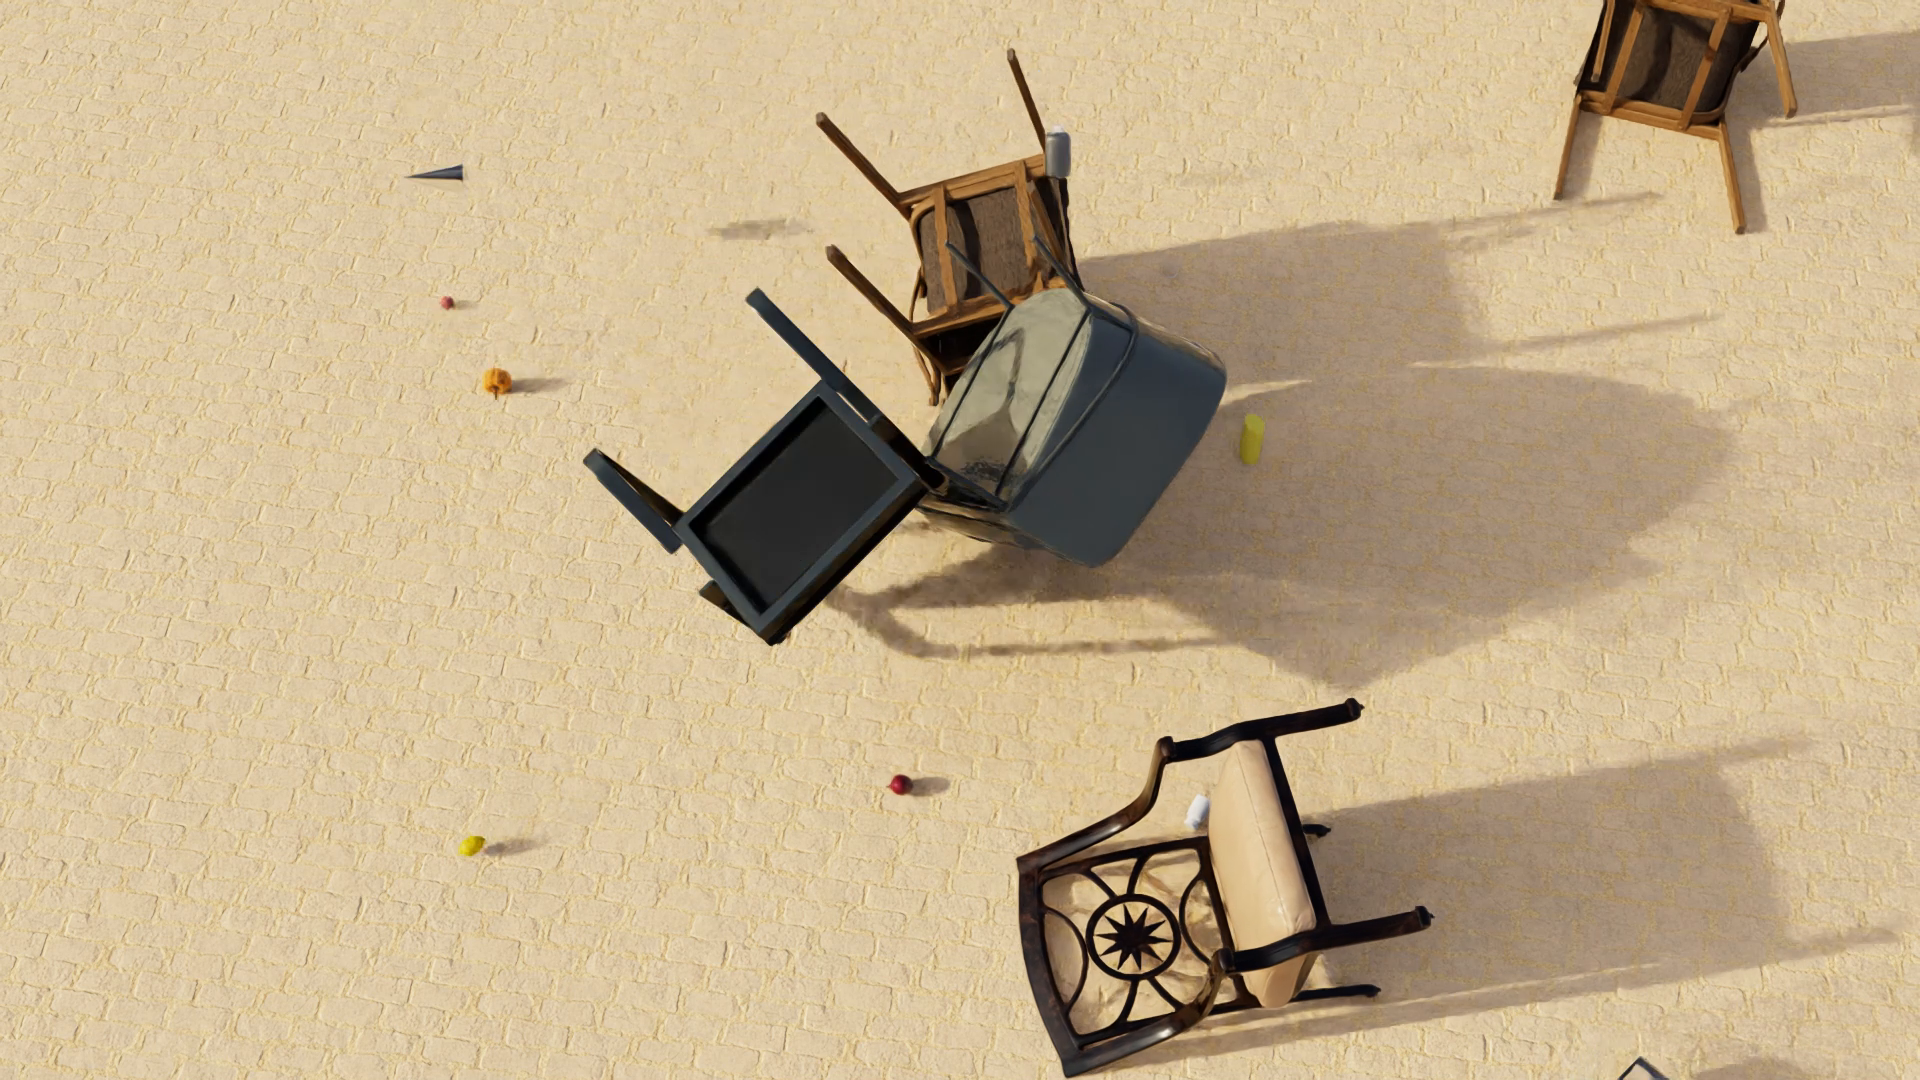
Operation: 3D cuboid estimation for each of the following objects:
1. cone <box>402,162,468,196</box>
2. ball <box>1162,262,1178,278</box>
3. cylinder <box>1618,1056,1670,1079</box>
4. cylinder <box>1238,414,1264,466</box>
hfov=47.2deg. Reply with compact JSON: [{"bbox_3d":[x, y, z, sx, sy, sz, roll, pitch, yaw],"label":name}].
[{"bbox_3d":[-1.644,-1.127,6.856,0.202,0.152,0.092,1,74,-5],"label":"cone"},{"bbox_3d":[0.682,-0.875,7.131,0.050,0.050,0.050,0,56,0],"label":"ball"},{"bbox_3d":[1.719,1.453,5.453,0.252,0.152,0.232,41,94,27],"label":"cylinder"},{"bbox_3d":[0.887,-0.306,6.690,0.058,0.116,0.111,2,37,-7],"label":"cylinder"}]
